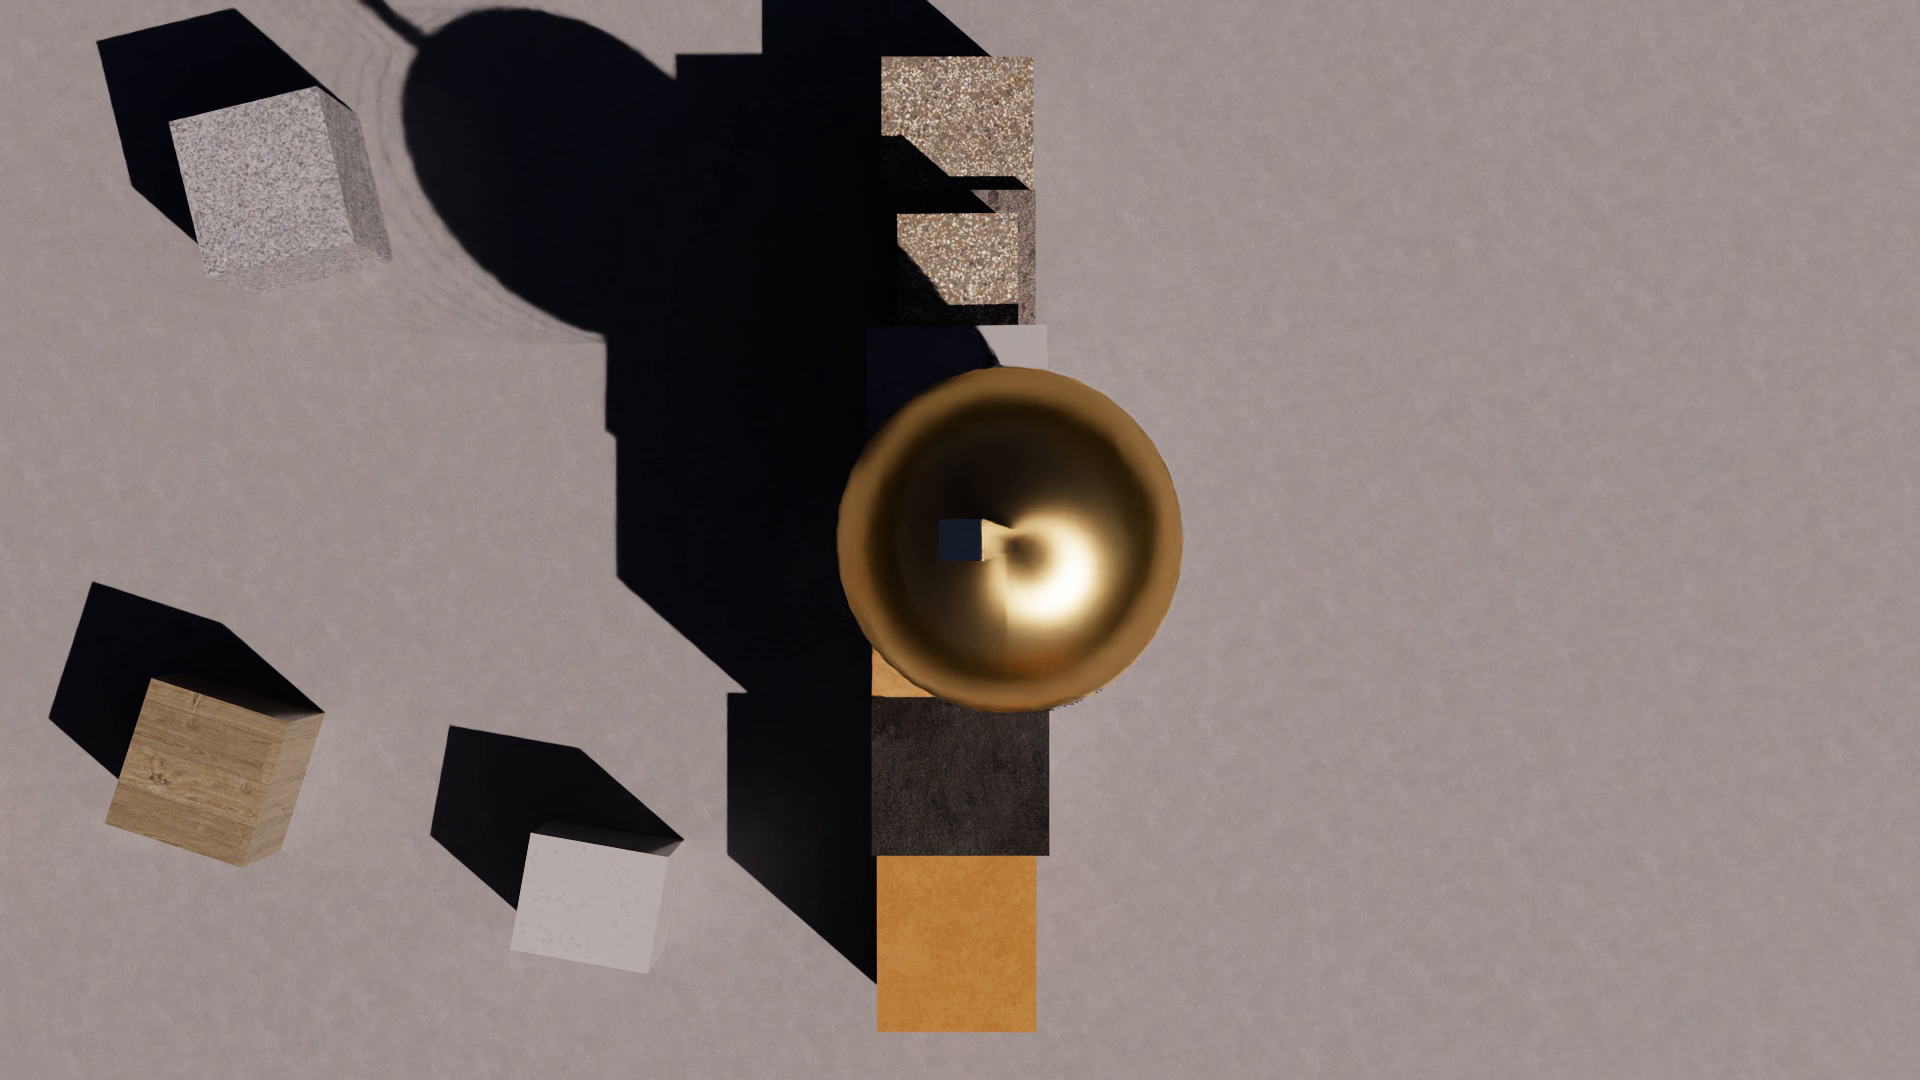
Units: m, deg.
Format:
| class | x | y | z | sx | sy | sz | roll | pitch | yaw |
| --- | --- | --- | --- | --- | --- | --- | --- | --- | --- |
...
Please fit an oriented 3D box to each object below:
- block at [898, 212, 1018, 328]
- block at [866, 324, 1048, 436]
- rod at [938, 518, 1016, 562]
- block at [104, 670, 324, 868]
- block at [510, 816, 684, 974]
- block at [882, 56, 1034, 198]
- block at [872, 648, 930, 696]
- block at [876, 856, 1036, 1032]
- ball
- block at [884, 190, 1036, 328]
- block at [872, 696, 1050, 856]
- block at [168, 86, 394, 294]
| class | x | y | z | sx | sy | sz | roll | pitch | yaw |
| --- | --- | --- | --- | --- | --- | --- | --- | --- | --- |
| block | -0.011 | -1.388 | 11.719 | 0.625 | 0.586 | 0.618 | -1 | 90 | 0 |
| block | -0.010 | -0.565 | 11.637 | 0.926 | 0.888 | 0.953 | -1 | 83 | 0 |
| rod | 0.098 | 0.000 | 6.724 | 0.080 | 5.200 | 0.080 | 0 | 90 | 2 |
| block | -4.268 | 1.302 | 12.647 | 0.807 | 0.706 | 0.854 | 18 | 90 | 0 |
| block | -2.070 | 2.029 | 12.639 | 0.781 | 0.722 | 0.663 | 10 | 90 | 0 |
| block | -0.014 | -2.294 | 12.571 | 0.839 | 0.859 | 0.749 | 0 | 90 | 0 |
| block | -0.024 | 0.391 | 11.561 | 0.834 | 0.959 | 0.803 | 1 | 90 | 0 |
| block | -0.018 | 2.189 | 12.461 | 0.864 | 1.077 | 0.959 | 0 | 90 | 0 |
| ball | 0.227 | 0.000 | 10.121 | 1.600 | 1.600 | 1.600 | 0 | 90 | 0 |
| block | -0.001 | -1.488 | 12.506 | 0.827 | 0.988 | 0.848 | 0 | 90 | 0 |
| block | 0.003 | 1.202 | 11.639 | 0.903 | 0.960 | 0.802 | 0 | 90 | 0 |
| block | -3.858 | -1.978 | 12.572 | 0.839 | 0.855 | 0.886 | -14 | 90 | 0 |
